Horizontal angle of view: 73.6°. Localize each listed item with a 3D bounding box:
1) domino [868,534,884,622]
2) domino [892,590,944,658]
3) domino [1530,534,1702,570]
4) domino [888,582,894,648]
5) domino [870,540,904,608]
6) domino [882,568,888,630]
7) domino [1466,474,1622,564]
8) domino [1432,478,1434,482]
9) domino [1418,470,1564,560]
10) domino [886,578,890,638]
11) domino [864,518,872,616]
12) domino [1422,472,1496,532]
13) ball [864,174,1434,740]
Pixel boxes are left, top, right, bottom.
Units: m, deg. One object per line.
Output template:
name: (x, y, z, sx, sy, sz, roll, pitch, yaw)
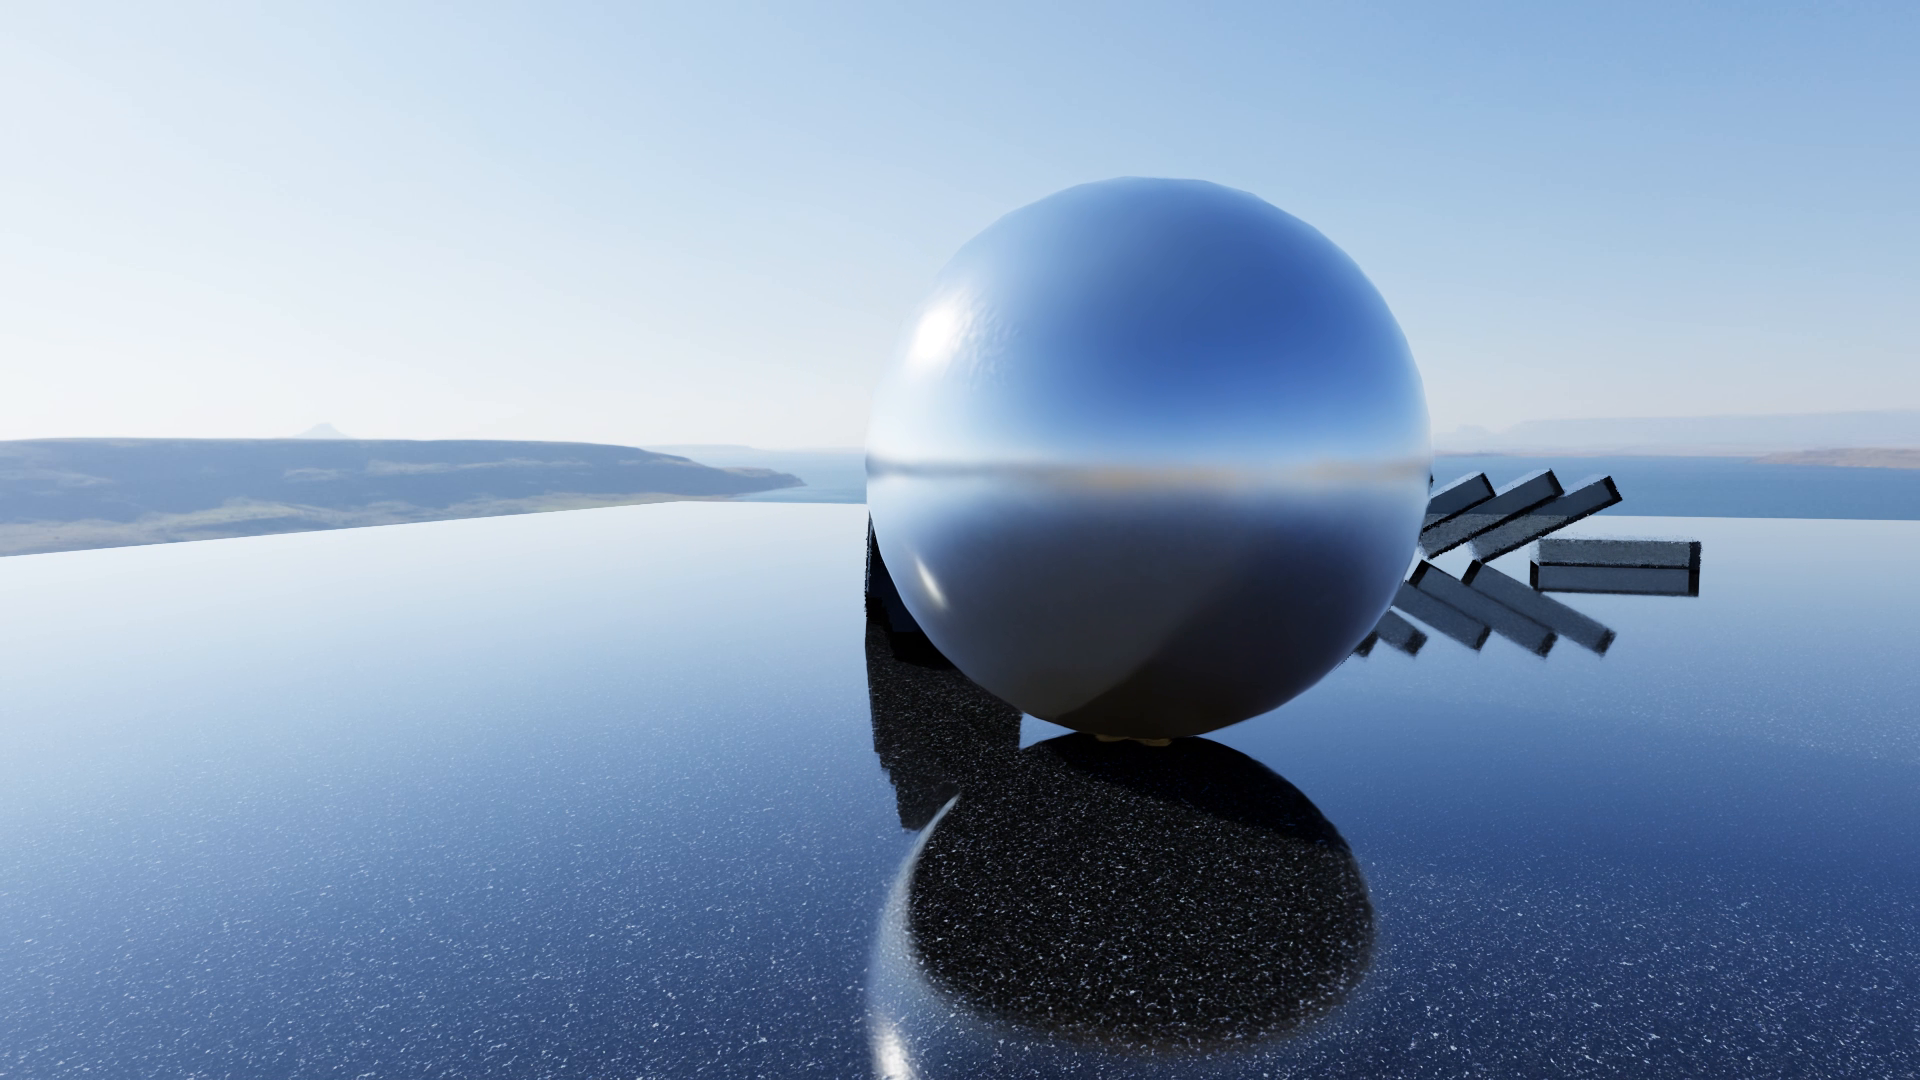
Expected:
domino: (-0.009, -0.003, 0.318, 0.025, 0.050, 0.009, 1, -39, 1)
domino: (0.000, 0.001, 0.266, 0.025, 0.050, 0.010, 0, -38, 0)
domino: (0.230, 0.004, 0.452, 0.050, 0.010, 0.025, 1, 5, 18)
domino: (-0.002, 0.000, 0.279, 0.025, 0.050, 0.010, 0, -38, 0)
domino: (-0.010, -0.004, 0.344, 0.025, 0.050, 0.009, 0, -40, 0)
domino: (-0.005, -0.002, 0.304, 0.025, 0.050, 0.010, 0, -38, 0)
domino: (0.207, -0.008, 0.459, 0.050, 0.010, 0.025, -28, -3, 15)
domino: (0.150, -0.012, 0.483, 0.050, 0.010, 0.025, -35, 3, 0)
domino: (0.190, -0.009, 0.465, 0.050, 0.010, 0.025, -29, -3, 13)
domino: (-0.003, -0.001, 0.292, 0.025, 0.050, 0.010, 0, -38, 0)
domino: (-0.011, -0.003, 0.331, 0.025, 0.050, 0.010, 0, -40, 0)
domino: (0.170, -0.009, 0.472, 0.050, 0.010, 0.025, -29, -3, 15)
ball: (0.026, -0.011, 0.186, 0.080, 0.080, 0.080, 0, 4, 0)
